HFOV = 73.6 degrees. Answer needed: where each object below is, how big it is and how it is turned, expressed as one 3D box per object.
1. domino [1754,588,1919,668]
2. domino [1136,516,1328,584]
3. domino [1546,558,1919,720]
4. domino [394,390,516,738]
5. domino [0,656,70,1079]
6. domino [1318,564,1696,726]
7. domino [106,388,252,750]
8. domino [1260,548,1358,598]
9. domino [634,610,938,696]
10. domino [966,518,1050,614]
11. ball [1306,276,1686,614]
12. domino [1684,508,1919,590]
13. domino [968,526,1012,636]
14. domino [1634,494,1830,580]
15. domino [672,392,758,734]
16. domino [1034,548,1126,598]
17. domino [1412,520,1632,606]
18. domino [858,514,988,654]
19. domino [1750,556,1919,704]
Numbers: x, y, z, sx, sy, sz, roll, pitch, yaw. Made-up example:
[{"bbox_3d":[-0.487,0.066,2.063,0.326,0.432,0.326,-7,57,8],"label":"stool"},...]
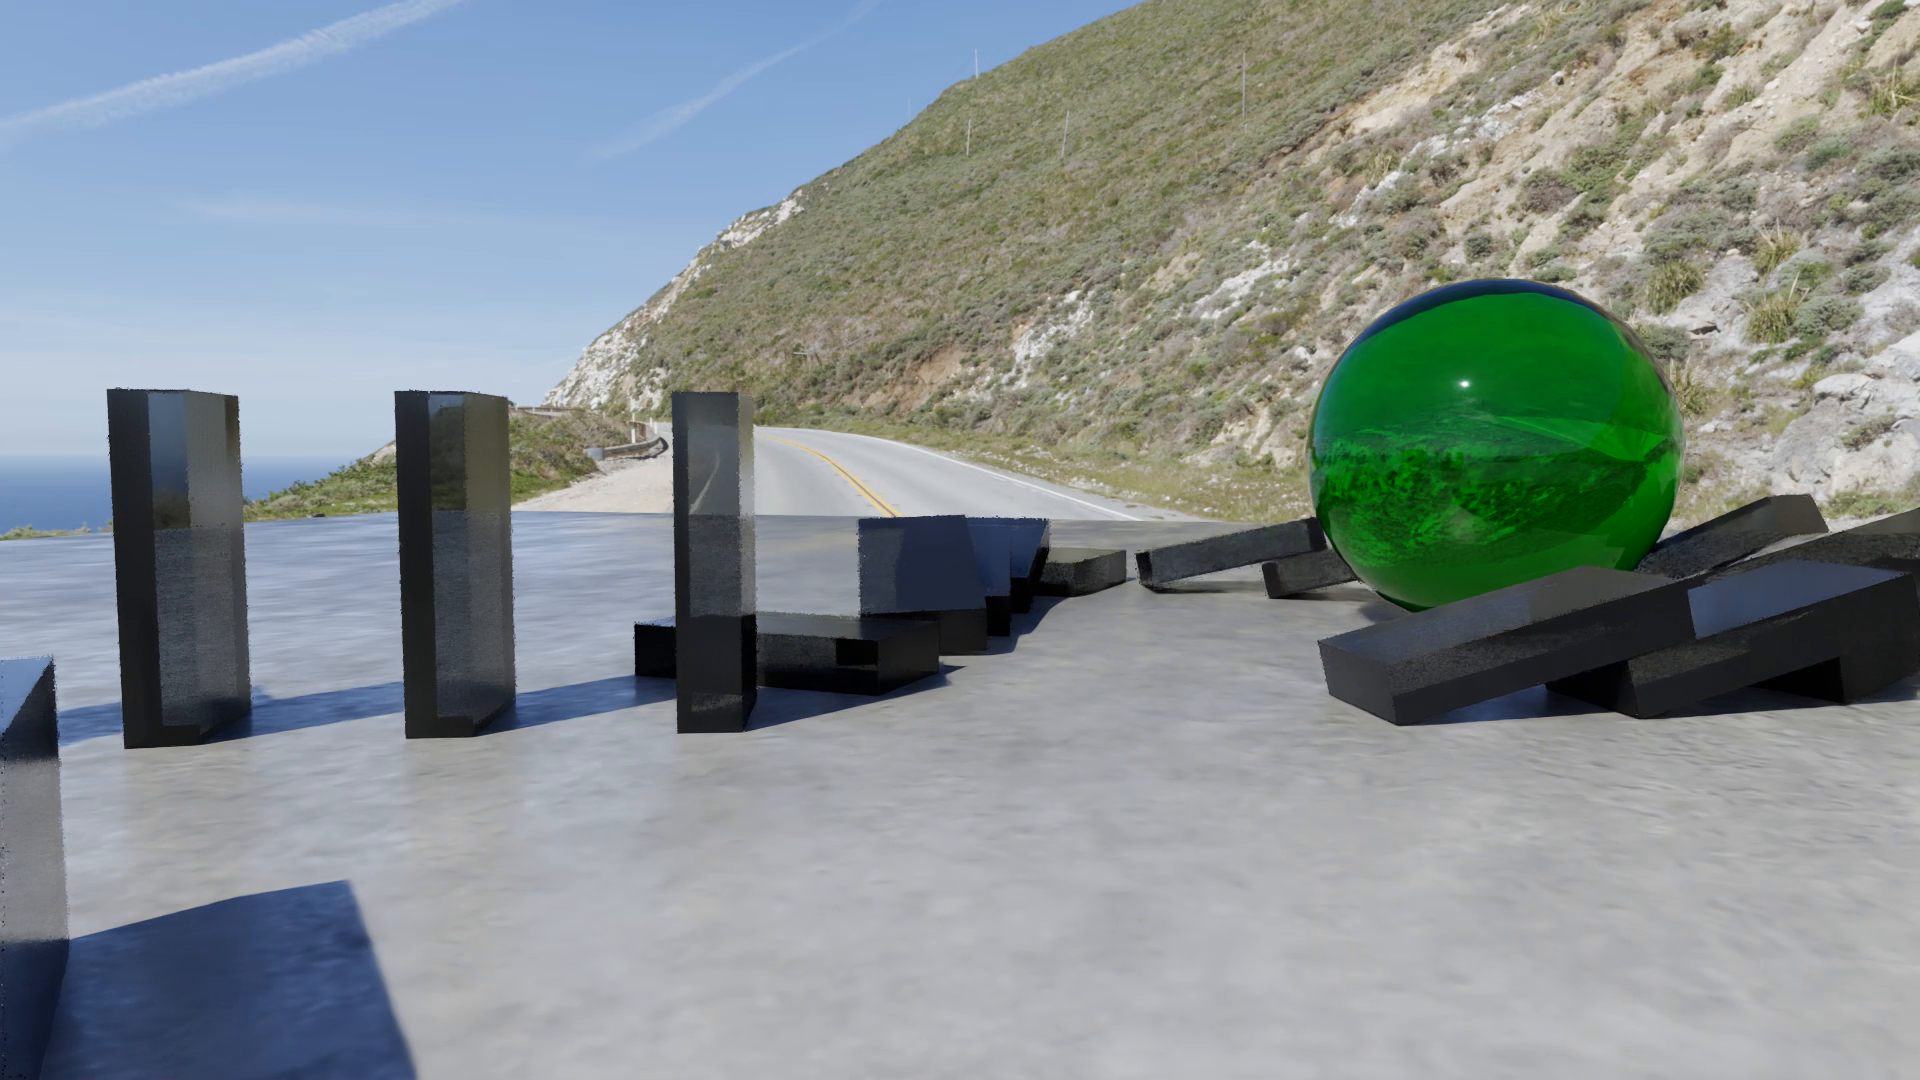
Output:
[{"bbox_3d":[0.187,0.018,0.269,0.025,0.010,0.050,4,6,43],"label":"domino"},{"bbox_3d":[0.079,0.003,0.376,0.050,0.010,0.025,-12,-2,-1],"label":"domino"},{"bbox_3d":[0.126,0.016,0.213,0.050,0.010,0.025,-16,6,-6],"label":"domino"},{"bbox_3d":[-0.077,0.003,0.196,0.009,0.050,0.025,0,4,-6],"label":"domino"},{"bbox_3d":[-0.066,0.024,0.083,0.010,0.025,0.050,-3,5,-31],"label":"domino"},{"bbox_3d":[0.087,0.016,0.208,0.050,0.010,0.025,-15,6,-6],"label":"domino"},{"bbox_3d":[-0.115,0.003,0.190,0.009,0.050,0.025,-1,4,-14],"label":"domino"},{"bbox_3d":[0.111,0.005,0.353,0.050,0.009,0.025,-14,-3,28],"label":"domino"},{"bbox_3d":[-0.032,0.020,0.237,0.050,0.010,0.025,2,5,23],"label":"domino"},{"bbox_3d":[0.009,0.006,0.346,0.025,0.009,0.050,1,18,10],"label":"domino"},{"bbox_3d":[0.121,-0.020,0.294,0.080,0.080,0.080,0,4,0],"label":"ball"},{"bbox_3d":[0.181,0.004,0.268,0.025,0.010,0.050,-7,-15,-40],"label":"domino"},{"bbox_3d":[0.000,0.009,0.307,0.025,0.009,0.050,0,18,3],"label":"domino"},{"bbox_3d":[0.171,0.004,0.300,0.025,0.009,0.050,-3,-22,-39],"label":"domino"},{"bbox_3d":[-0.038,0.003,0.200,0.010,0.050,0.025,0,4,-4],"label":"domino"},{"bbox_3d":[0.030,0.009,0.383,0.025,0.009,0.050,2,5,24],"label":"domino"},{"bbox_3d":[0.145,0.006,0.334,0.050,0.009,0.025,-15,-3,24],"label":"domino"},{"bbox_3d":[-0.009,0.009,0.278,0.025,0.009,0.050,-3,23,-4],"label":"domino"},{"bbox_3d":[0.162,0.015,0.230,0.050,0.009,0.025,-16,10,-20],"label":"domino"}]
